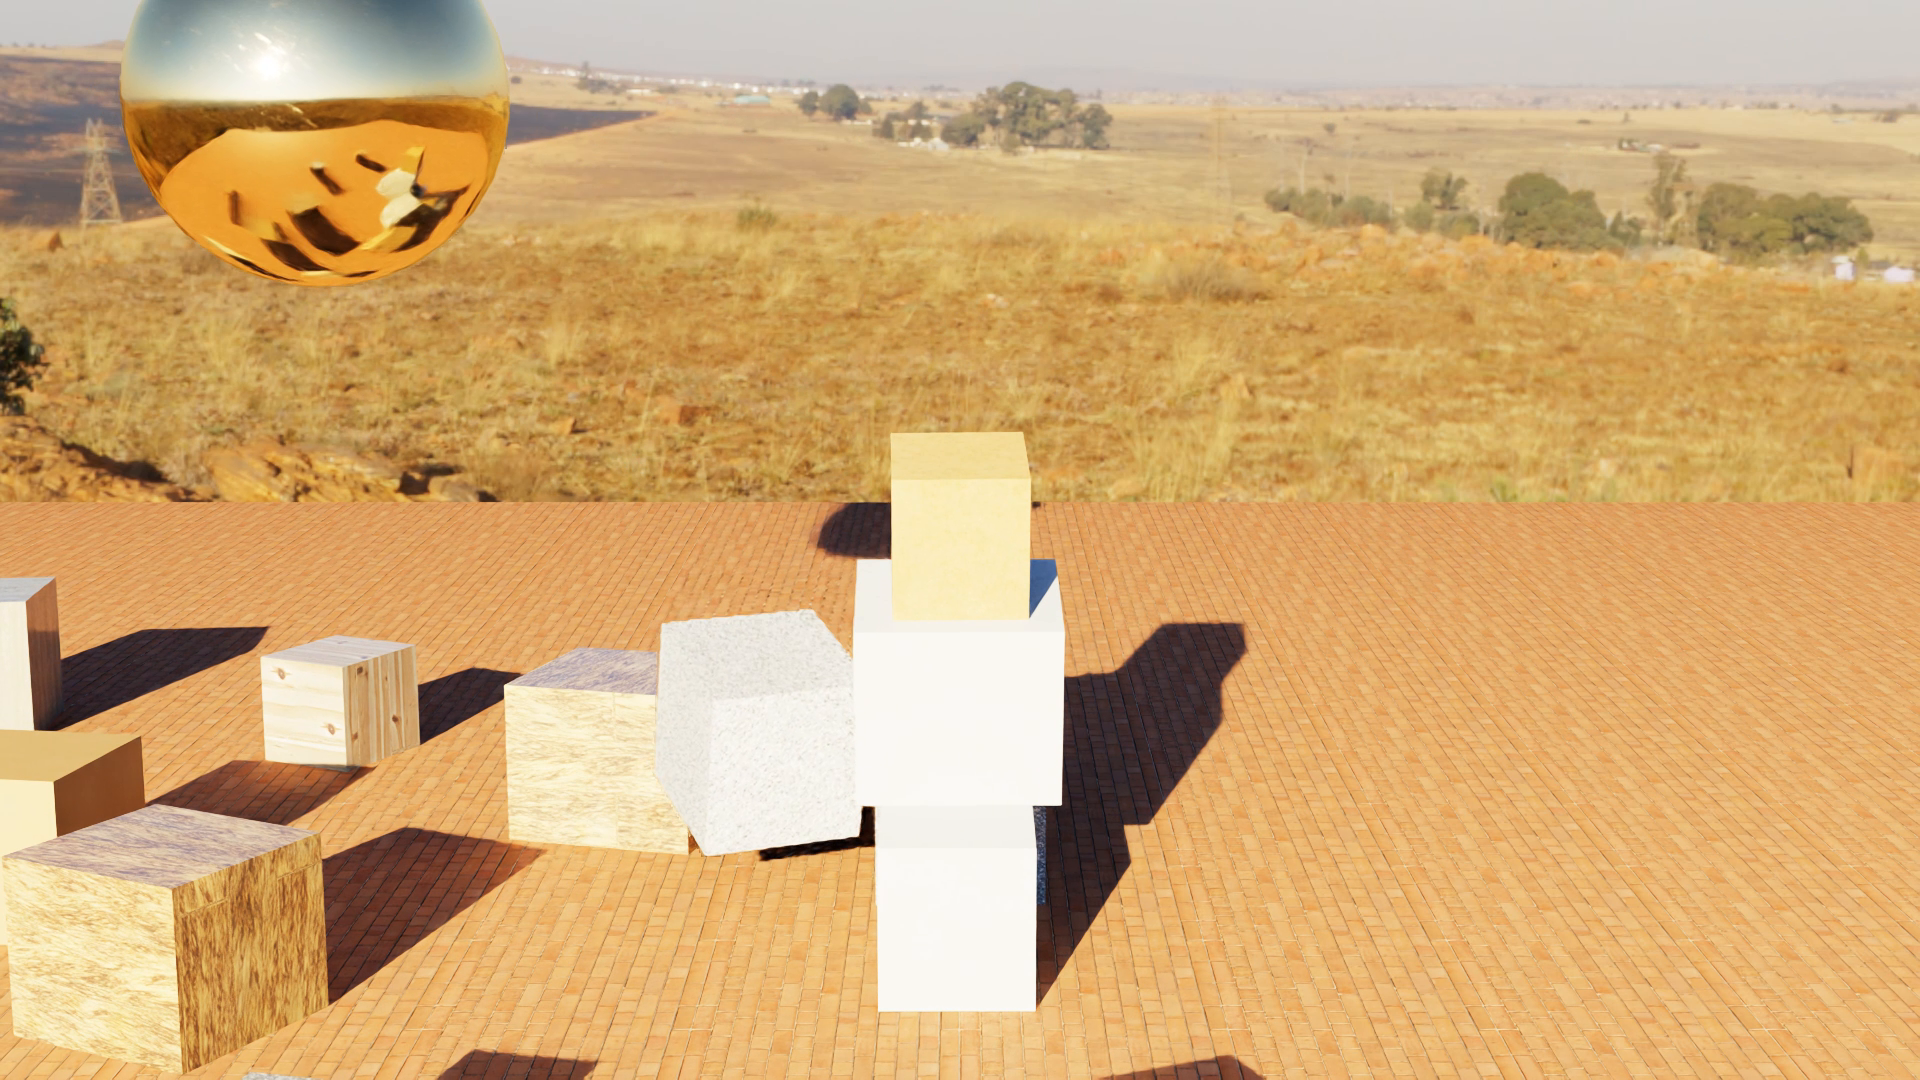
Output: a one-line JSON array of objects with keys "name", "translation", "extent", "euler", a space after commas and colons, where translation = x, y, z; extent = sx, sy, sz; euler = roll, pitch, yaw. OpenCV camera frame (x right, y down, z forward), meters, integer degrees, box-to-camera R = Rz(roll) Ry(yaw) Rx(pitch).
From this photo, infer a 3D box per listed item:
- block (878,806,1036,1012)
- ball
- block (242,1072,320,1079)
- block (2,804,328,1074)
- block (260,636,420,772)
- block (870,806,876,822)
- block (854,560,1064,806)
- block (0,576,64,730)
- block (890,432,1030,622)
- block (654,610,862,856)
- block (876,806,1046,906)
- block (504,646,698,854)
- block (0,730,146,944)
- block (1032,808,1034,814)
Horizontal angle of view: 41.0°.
[{"name": "block", "translation": [-0.012, 1.412, 10.008], "extent": [0.597, 0.641, 0.671], "euler": [0, 10, 0]}, {"name": "ball", "translation": [-2.712, -1.872, 10.840], "extent": [1.600, 1.600, 1.600], "euler": [0, 10, 0]}, {"name": "block", "translation": [-1.978, 1.925, 7.569], "extent": [0.502, 0.504, 0.502], "euler": [2, 11, 13]}, {"name": "block", "translation": [-2.952, 1.466, 9.573], "extent": [0.829, 0.690, 0.771], "euler": [5, 12, 27]}, {"name": "block", "translation": [-3.229, 0.845, 13.392], "extent": [0.534, 0.547, 0.586], "euler": [5, 12, 26]}, {"name": "block", "translation": [-0.130, 0.929, 12.002], "extent": [0.676, 0.691, 0.729], "euler": [-19, 9, 4]}, {"name": "block", "translation": [-0.010, 0.567, 10.393], "extent": [0.817, 0.750, 0.750], "euler": [0, 22, -1]}, {"name": "block", "translation": [-5.372, 0.645, 13.903], "extent": [0.804, 0.757, 0.681], "euler": [-1, 10, -6]}, {"name": "block", "translation": [-0.005, -0.059, 10.158], "extent": [0.532, 0.587, 0.542], "euler": [-1, 22, -2]}, {"name": "block", "translation": [-0.870, 0.824, 11.165], "extent": [0.698, 0.739, 0.756], "euler": [-5, 25, -23]}, {"name": "block", "translation": [0.003, 1.112, 11.276], "extent": [0.726, 0.779, 0.752], "euler": [0, 10, 0]}, {"name": "block", "translation": [-1.552, 0.979, 12.124], "extent": [0.891, 0.736, 0.828], "euler": [3, 11, 16]}, {"name": "block", "translation": [-3.971, 1.239, 10.798], "extent": [0.785, 0.699, 0.750], "euler": [2, 10, 9]}, {"name": "block", "translation": [-0.004, 1.357, 10.639], "extent": [0.609, 0.524, 0.571], "euler": [0, 10, 0]}]
